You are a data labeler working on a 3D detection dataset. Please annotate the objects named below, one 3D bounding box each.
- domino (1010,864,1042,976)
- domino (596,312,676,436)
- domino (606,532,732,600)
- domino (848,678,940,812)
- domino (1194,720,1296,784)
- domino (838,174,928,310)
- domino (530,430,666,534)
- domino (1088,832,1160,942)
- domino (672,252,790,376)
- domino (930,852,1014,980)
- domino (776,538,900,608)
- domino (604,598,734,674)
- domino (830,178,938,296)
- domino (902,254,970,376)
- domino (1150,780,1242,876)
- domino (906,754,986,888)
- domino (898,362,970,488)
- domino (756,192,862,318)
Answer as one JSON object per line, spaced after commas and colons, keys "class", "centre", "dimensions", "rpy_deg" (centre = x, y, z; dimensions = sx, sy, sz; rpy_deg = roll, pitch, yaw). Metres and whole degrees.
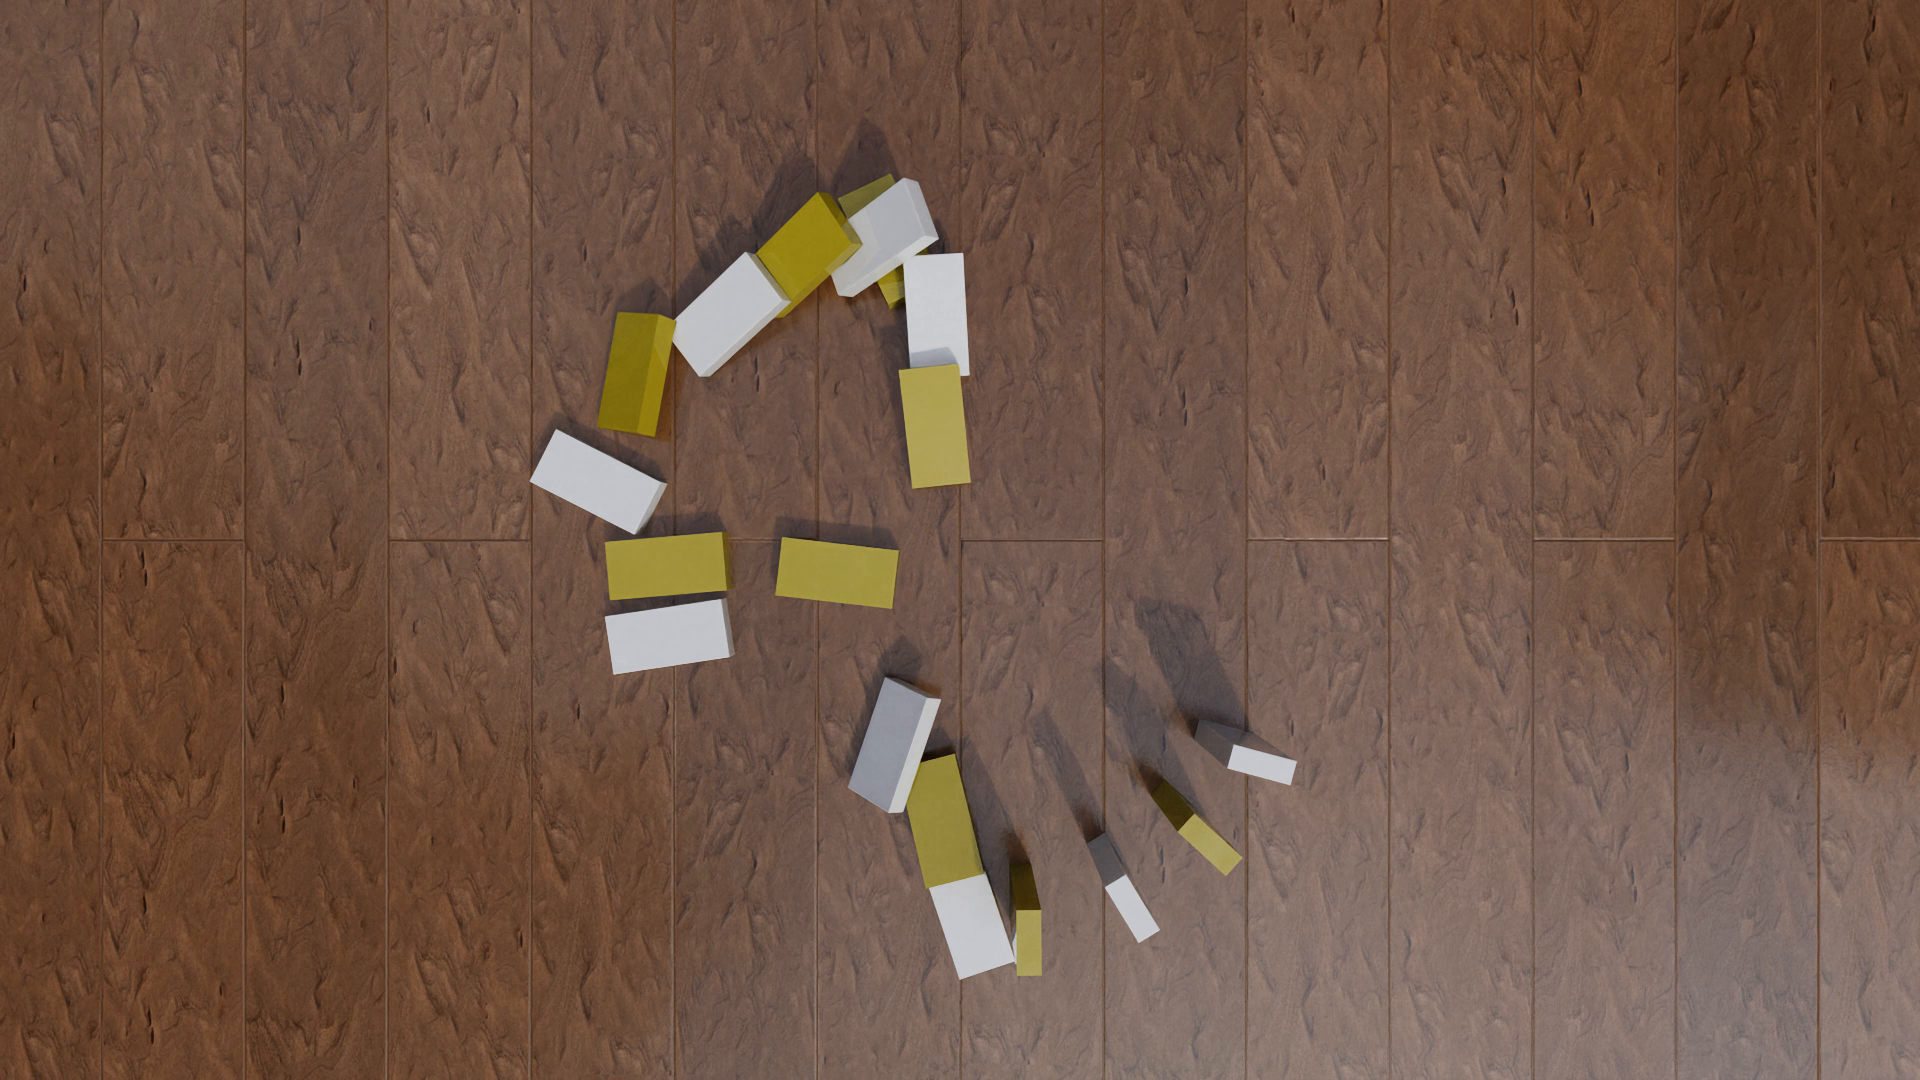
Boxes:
{"class": "domino", "centre": [0.026, 0.154, 0.375], "dimensions": [0.010, 0.050, 0.025], "rpy_deg": [0, 90, 0]}
{"class": "domino", "centre": [-0.138, -0.071, 0.390], "dimensions": [0.025, 0.009, 0.050], "rpy_deg": [10, 90, 29]}
{"class": "domino", "centre": [-0.125, 0.011, 0.395], "dimensions": [0.050, 0.009, 0.025], "rpy_deg": [-5, 90, 0]}
{"class": "domino", "centre": [-0.028, 0.086, 0.389], "dimensions": [0.025, 0.009, 0.050], "rpy_deg": [19, 90, 38]}
{"class": "domino", "centre": [0.115, 0.086, 0.375], "dimensions": [0.025, 0.050, 0.009], "rpy_deg": [15, 90, 0]}
{"class": "domino", "centre": [-0.030, -0.128, 0.395], "dimensions": [0.025, 0.010, 0.050], "rpy_deg": [-25, 90, 0]}
{"class": "domino", "centre": [-0.156, -0.025, 0.395], "dimensions": [0.050, 0.010, 0.025], "rpy_deg": [27, 90, 0]}
{"class": "domino", "centre": [0.066, 0.141, 0.375], "dimensions": [0.010, 0.050, 0.025], "rpy_deg": [-31, 90, 0]}
{"class": "domino", "centre": [-0.099, -0.095, 0.388], "dimensions": [0.050, 0.010, 0.025], "rpy_deg": [-37, 90, 17]}
{"class": "domino", "centre": [0.004, 0.160, 0.395], "dimensions": [0.025, 0.009, 0.050], "rpy_deg": [-18, 90, 0]}
{"class": "domino", "centre": [-0.052, 0.014, 0.395], "dimensions": [0.050, 0.010, 0.025], "rpy_deg": [7, 90, 0]}
{"class": "domino", "centre": [-0.125, 0.041, 0.395], "dimensions": [0.050, 0.010, 0.025], "rpy_deg": [-9, 90, 0]}
{"class": "domino", "centre": [-0.034, -0.124, 0.378], "dimensions": [0.050, 0.009, 0.025], "rpy_deg": [-23, 85, 35]}
{"class": "domino", "centre": [-0.010, -0.095, 0.389], "dimensions": [0.025, 0.010, 0.050], "rpy_deg": [-4, 102, -5]}
{"class": "domino", "centre": [0.096, 0.116, 0.375], "dimensions": [0.025, 0.050, 0.009], "rpy_deg": [43, 90, 0]}
{"class": "domino", "centre": [-0.008, 0.119, 0.390], "dimensions": [0.025, 0.010, 0.050], "rpy_deg": [-15, 77, 1]}
{"class": "domino", "centre": [-0.010, -0.048, 0.389], "dimensions": [0.025, 0.010, 0.050], "rpy_deg": [-6, 105, 0]}
{"class": "domino", "centre": [-0.067, -0.119, 0.384], "dimensions": [0.050, 0.010, 0.025], "rpy_deg": [-33, 90, 28]}
